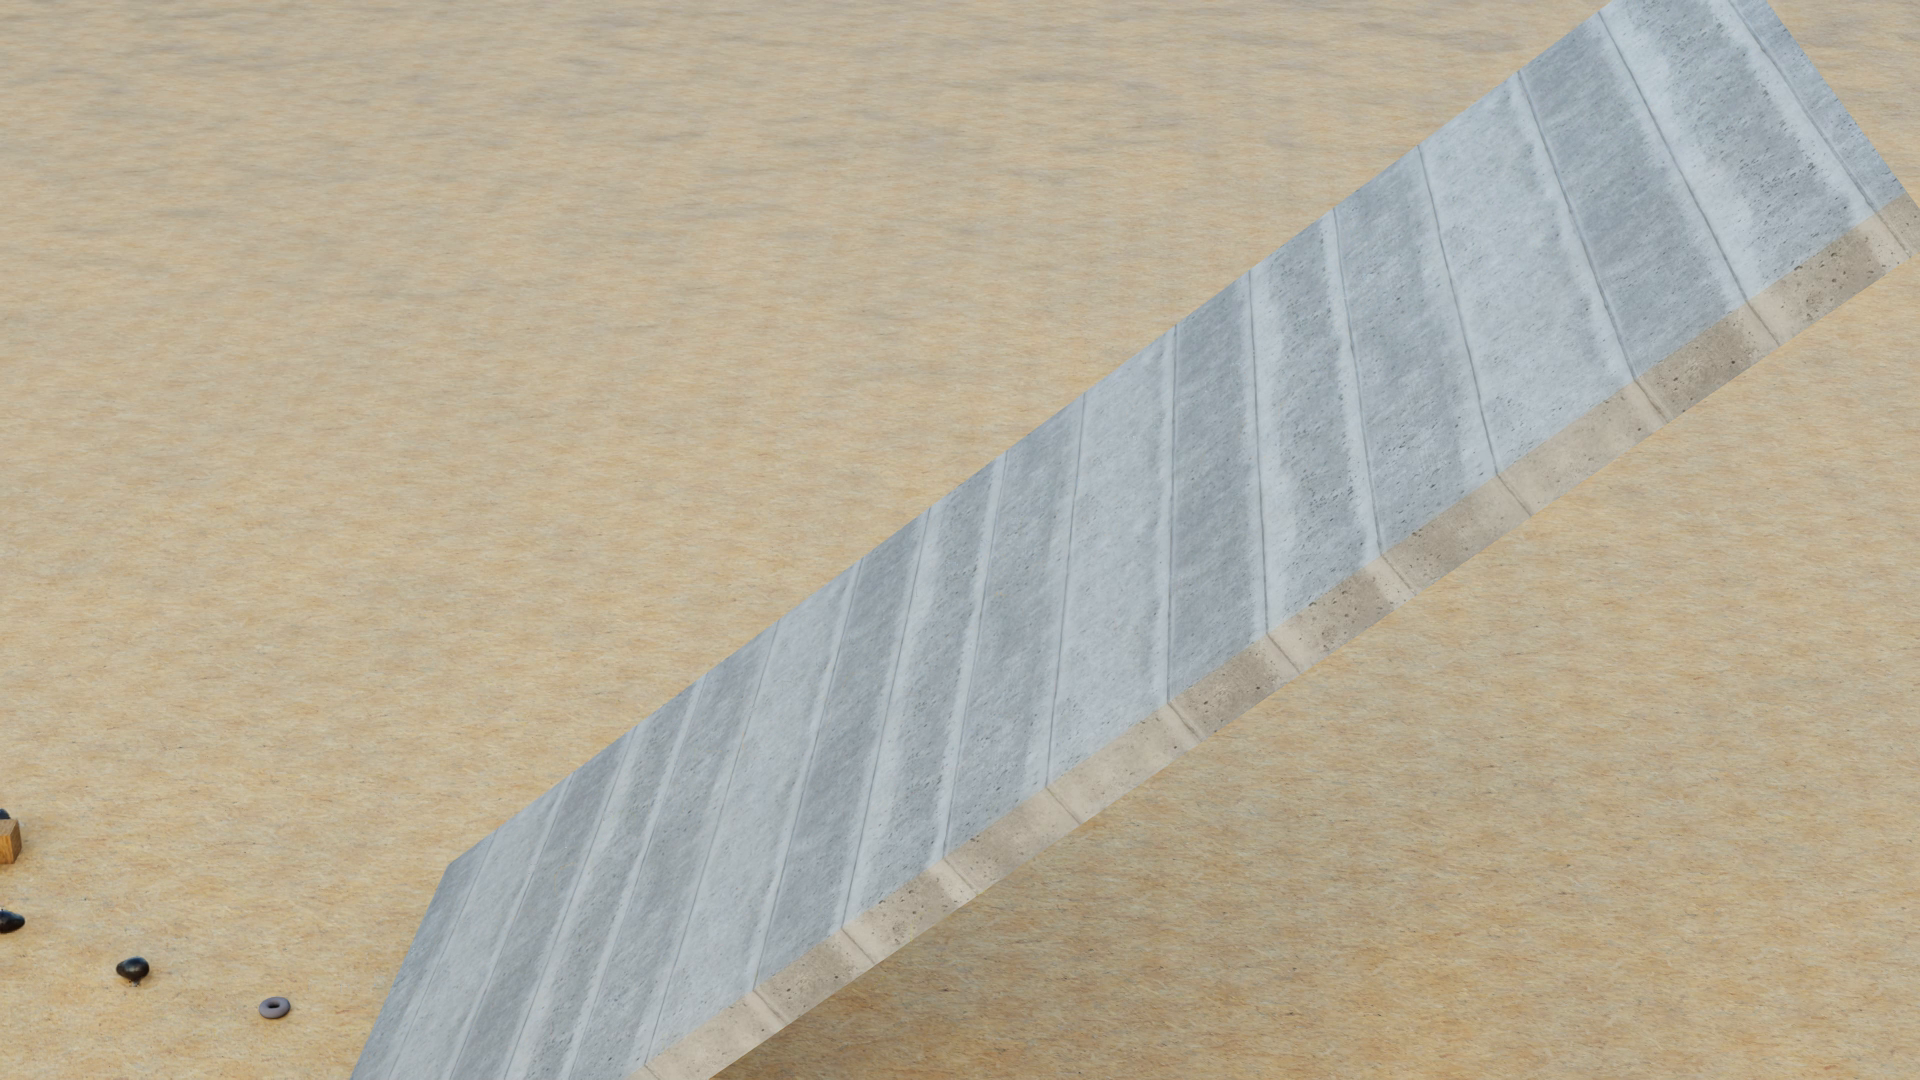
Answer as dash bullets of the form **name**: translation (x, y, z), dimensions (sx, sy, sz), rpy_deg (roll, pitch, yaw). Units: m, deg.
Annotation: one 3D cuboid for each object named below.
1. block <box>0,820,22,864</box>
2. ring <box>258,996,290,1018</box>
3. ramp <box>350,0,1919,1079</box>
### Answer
- **block**: translation (-2.627, 0.826, 8.045), dimensions (0.090, 0.090, 0.090), rpy_deg (-1, 24, -2)
- **ring**: translation (-1.713, 1.169, 7.353), dimensions (0.078, 0.026, 0.078), rpy_deg (-1, 25, 0)
- **ramp**: translation (0.118, 0.187, 6.345), dimensions (4.000, 0.100, 2.000), rpy_deg (-36, 16, 18)
